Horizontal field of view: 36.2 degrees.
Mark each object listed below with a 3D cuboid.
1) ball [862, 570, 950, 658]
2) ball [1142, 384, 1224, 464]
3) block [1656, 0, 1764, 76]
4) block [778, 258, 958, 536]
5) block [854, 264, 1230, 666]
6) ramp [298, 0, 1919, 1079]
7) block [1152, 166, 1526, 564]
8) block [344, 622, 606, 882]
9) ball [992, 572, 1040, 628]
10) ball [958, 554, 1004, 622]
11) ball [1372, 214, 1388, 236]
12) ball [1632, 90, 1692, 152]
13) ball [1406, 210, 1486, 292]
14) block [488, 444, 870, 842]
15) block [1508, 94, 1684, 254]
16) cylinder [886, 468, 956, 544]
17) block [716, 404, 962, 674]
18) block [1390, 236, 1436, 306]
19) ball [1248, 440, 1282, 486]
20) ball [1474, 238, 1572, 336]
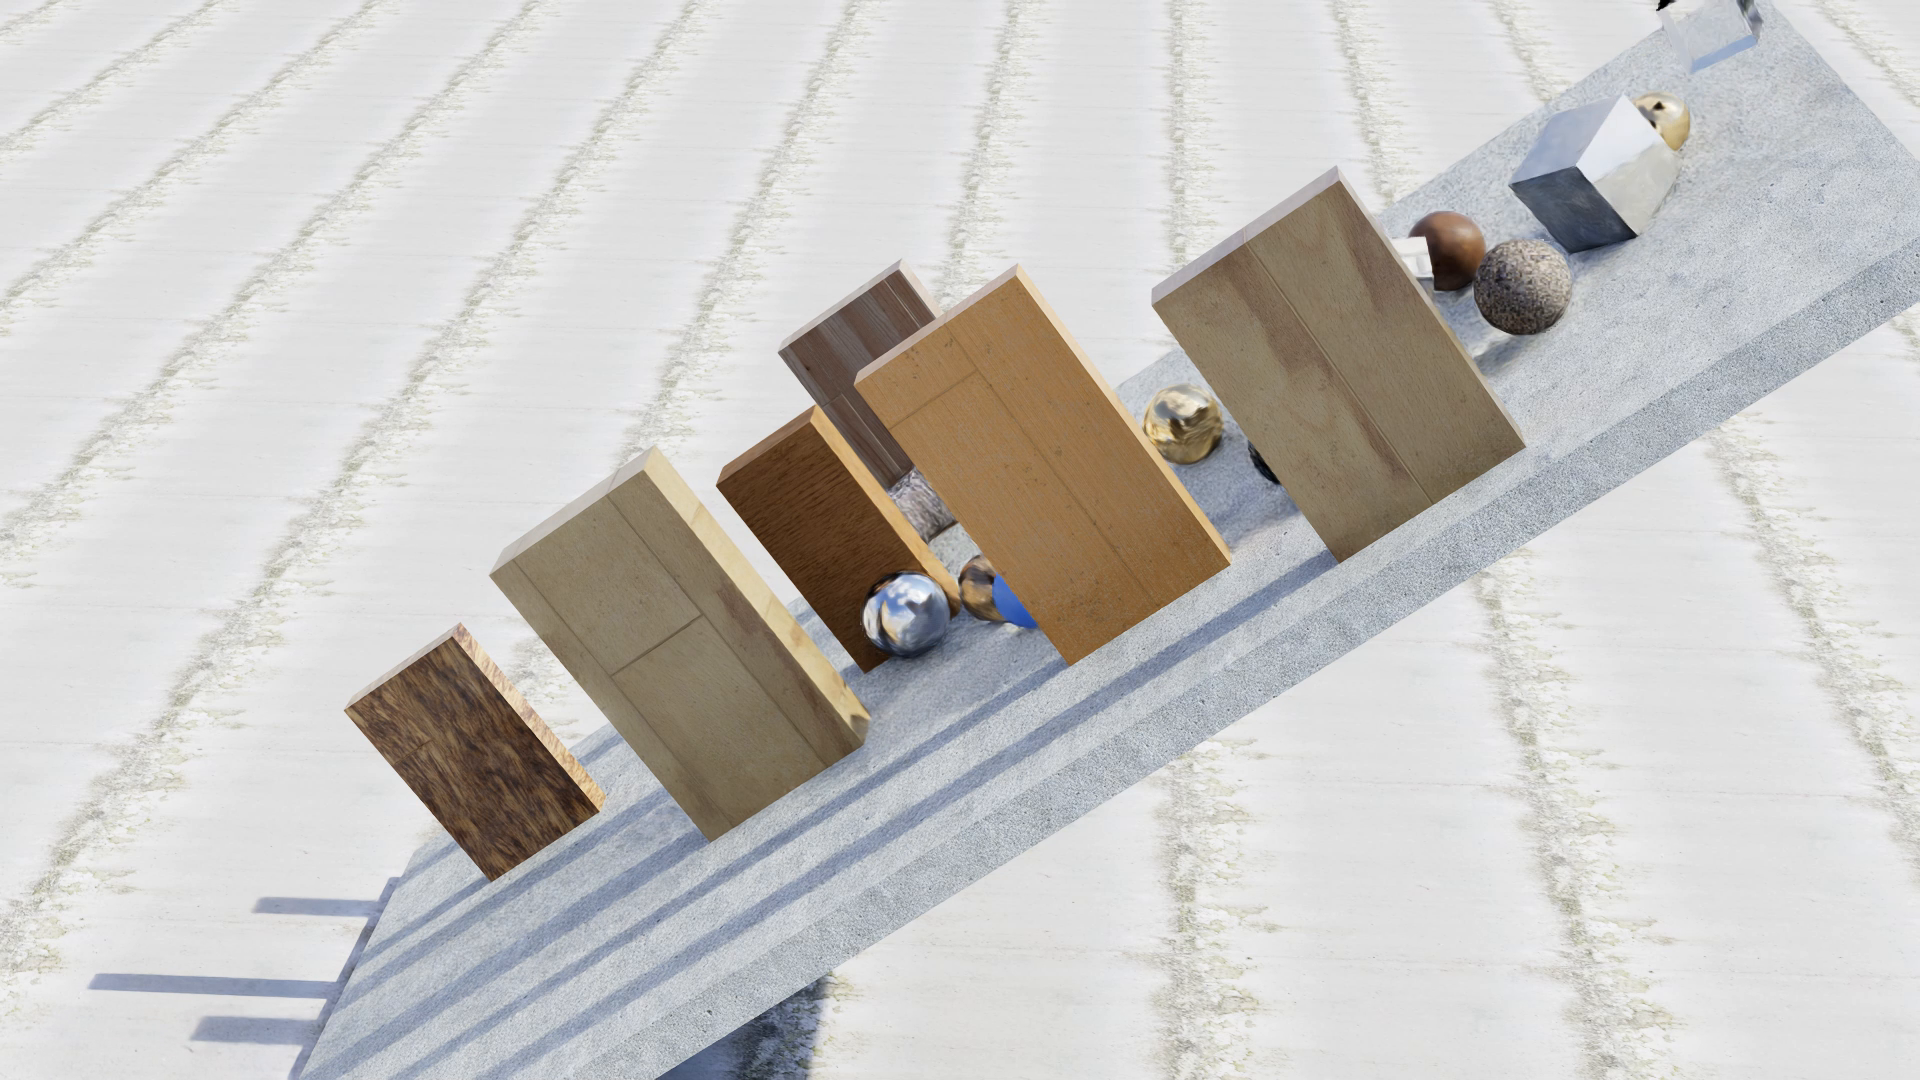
[{"bbox_3d":[-0.117,0.160,6.366,0.190,0.190,0.190,0,22,0],"label":"ball"},{"bbox_3d":[0.475,-0.246,6.259,0.173,0.173,0.173,0,22,0],"label":"ball"},{"bbox_3d":[1.430,-0.998,5.607,0.140,0.140,0.140,-23,18,29],"label":"block"},{"bbox_3d":[-0.109,-0.327,6.996,0.359,0.591,0.090,-33,16,16],"label":"block"},{"bbox_3d":[0.162,-0.137,5.630,0.378,0.705,0.081,-33,16,16],"label":"block"},{"bbox_3d":[0.133,0.176,6.313,4.000,0.100,2.000,-33,16,16],"label":"ramp"},{"bbox_3d":[0.669,-0.305,5.202,0.392,0.592,0.101,-33,16,16],"label":"block"},{"bbox_3d":[-1.148,0.507,6.978,0.338,0.551,0.083,-33,16,16],"label":"block"},{"bbox_3d":[0.143,0.103,6.017,0.155,0.155,0.155,0,22,0],"label":"ball"},{"bbox_3d":[0.070,0.098,6.206,0.150,0.150,0.150,0,22,0],"label":"ball"},{"bbox_3d":[0.850,-0.641,6.342,0.144,0.144,0.144,0,22,0],"label":"ball"},{"bbox_3d":[1.414,-0.844,5.963,0.133,0.133,0.133,0,22,0],"label":"ball"},{"bbox_3d":[1.006,-0.599,6.098,0.169,0.169,0.169,0,22,0],"label":"ball"},{"bbox_3d":[-0.580,0.223,6.164,0.410,0.747,0.147,-33,16,16],"label":"block"},{"bbox_3d":[1.250,-0.718,5.784,0.200,0.200,0.200,-54,21,-22],"label":"block"},{"bbox_3d":[-0.100,-0.073,6.901,0.156,0.156,0.156,-41,35,-11],"label":"cylinder"},{"bbox_3d":[-0.262,0.000,6.483,0.261,0.545,0.118,-33,16,16],"label":"block"},{"bbox_3d":[0.825,-0.464,5.691,0.172,0.172,0.172,-5,31,6],"label":"block"},{"bbox_3d":[0.649,-0.192,5.690,0.185,0.185,0.185,0,22,0],"label":"ball"},{"bbox_3d":[1.069,-0.481,5.588,0.185,0.185,0.185,0,22,0],"label":"ball"}]
